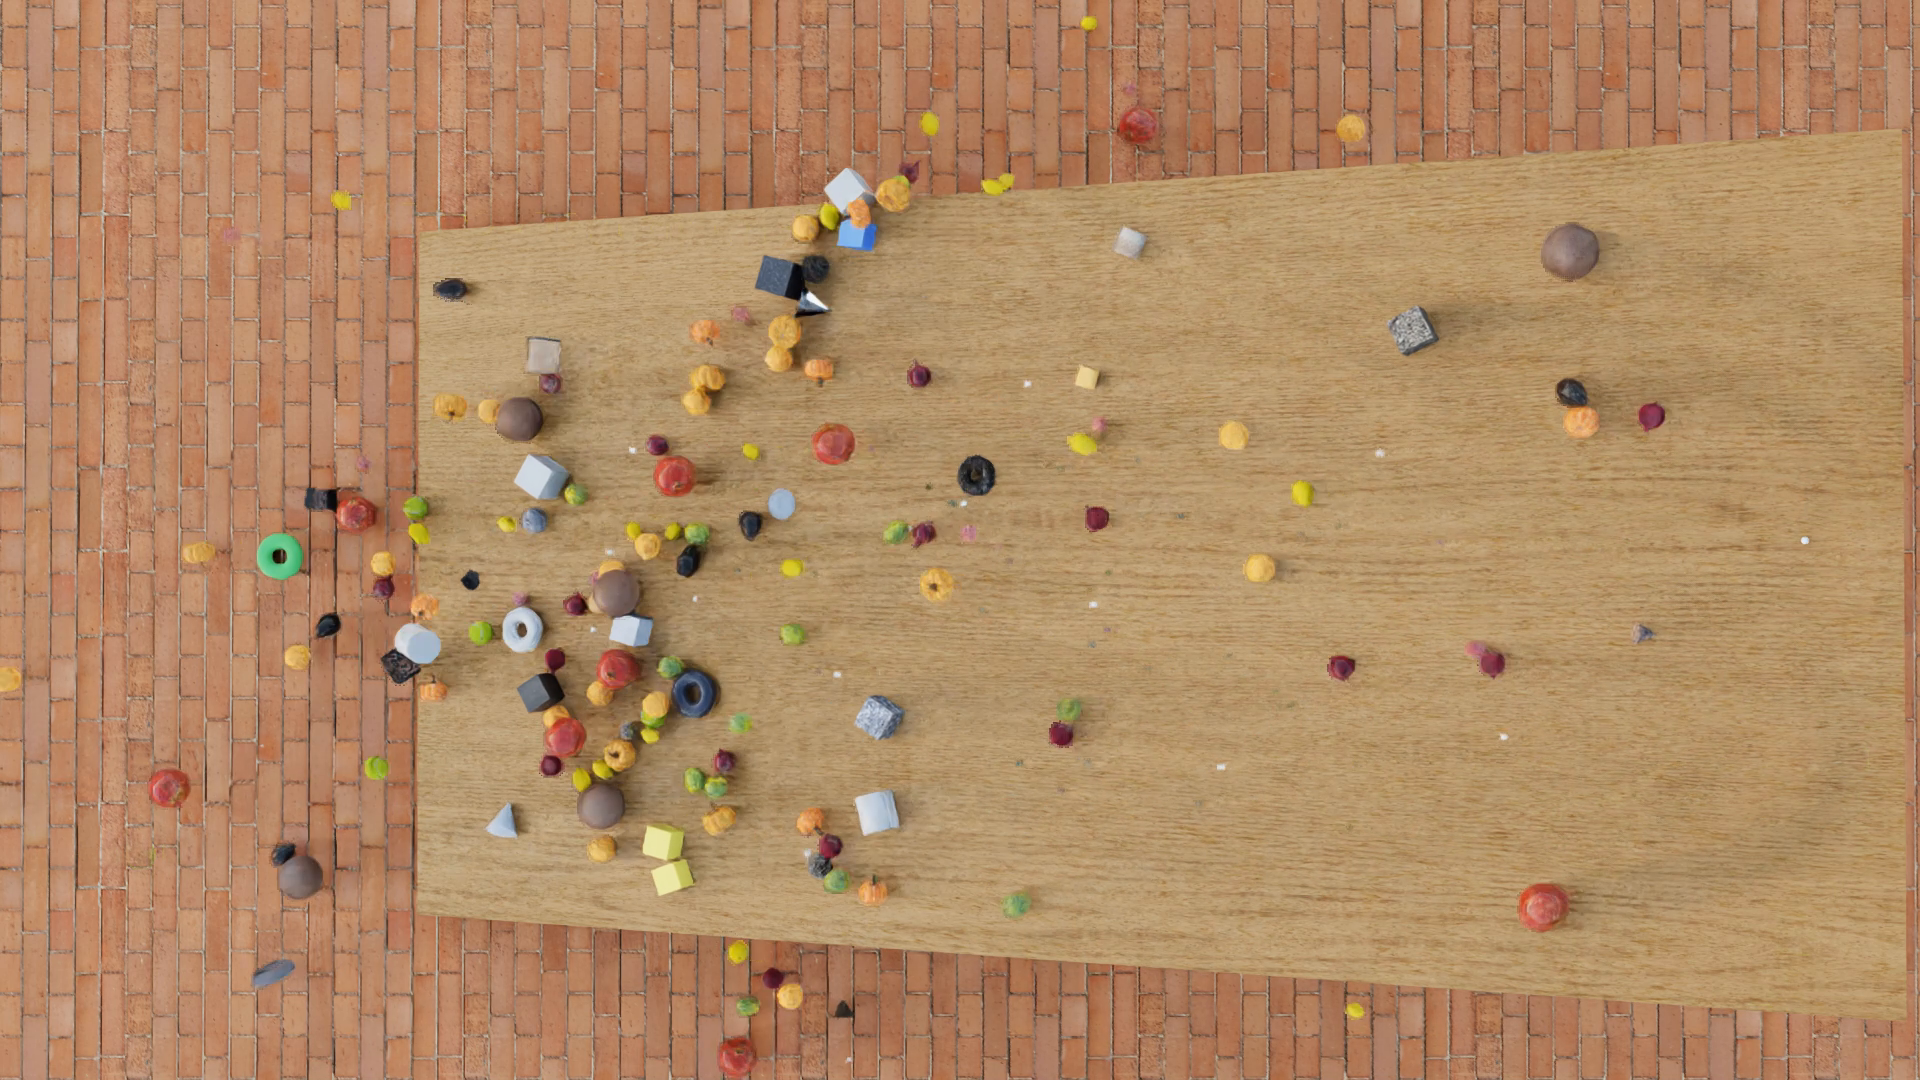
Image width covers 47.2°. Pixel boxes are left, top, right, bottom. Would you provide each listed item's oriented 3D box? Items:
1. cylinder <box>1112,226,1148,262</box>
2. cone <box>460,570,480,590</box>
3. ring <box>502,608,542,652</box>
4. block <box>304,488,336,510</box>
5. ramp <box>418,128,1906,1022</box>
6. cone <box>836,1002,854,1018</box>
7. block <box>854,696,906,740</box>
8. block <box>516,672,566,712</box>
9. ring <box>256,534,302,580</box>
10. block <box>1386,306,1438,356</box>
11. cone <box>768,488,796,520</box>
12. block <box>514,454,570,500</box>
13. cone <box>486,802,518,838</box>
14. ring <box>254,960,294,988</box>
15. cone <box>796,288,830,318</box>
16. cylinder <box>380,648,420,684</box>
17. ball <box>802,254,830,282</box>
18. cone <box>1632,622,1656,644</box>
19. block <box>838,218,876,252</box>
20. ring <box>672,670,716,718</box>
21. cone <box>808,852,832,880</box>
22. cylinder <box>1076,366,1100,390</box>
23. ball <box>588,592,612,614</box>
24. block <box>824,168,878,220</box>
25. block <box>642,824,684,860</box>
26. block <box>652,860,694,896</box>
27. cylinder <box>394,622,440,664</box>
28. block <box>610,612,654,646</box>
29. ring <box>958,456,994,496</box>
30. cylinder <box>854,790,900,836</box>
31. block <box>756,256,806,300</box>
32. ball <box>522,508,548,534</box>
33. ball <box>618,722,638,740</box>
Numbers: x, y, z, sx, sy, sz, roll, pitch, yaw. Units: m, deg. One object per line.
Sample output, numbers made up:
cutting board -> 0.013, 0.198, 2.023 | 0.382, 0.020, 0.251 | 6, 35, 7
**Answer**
cylinder -> 0.432, -0.753, 5.587 | 0.067, 0.067, 0.067 | 30, 108, 0
cone -> -1.426, 0.115, 6.344 | 0.057, 0.057, 0.057 | 0, 89, 22
ring -> -1.249, 0.257, 6.277 | 0.131, 0.044, 0.131 | -1, 88, 23
block -> -1.890, -0.121, 6.498 | 0.059, 0.059, 0.059 | 5, 89, 20
ramp -> 0.283, 0.086, 5.729 | 4.000, 0.100, 2.000 | 0, 89, 22
cone -> -0.331, 1.400, 6.505 | 0.053, 0.053, 0.053 | 29, 89, -26
block -> -0.213, 0.470, 5.828 | 0.083, 0.083, 0.083 | 32, 101, 20
block -> -1.186, 0.432, 6.229 | 0.081, 0.081, 0.081 | -33, 77, 19
ring -> -2.014, 0.049, 6.511 | 0.136, 0.045, 0.136 | 0, 90, -1
block -> 1.092, -0.504, 5.305 | 0.086, 0.086, 0.086 | -27, 79, 20
cone -> -0.502, -0.099, 5.953 | 0.084, 0.084, 0.084 | 0, 89, 22
block -> -1.184, -0.178, 6.229 | 0.092, 0.092, 0.092 | 34, 102, 19
cone -> -1.300, 0.792, 6.291 | 0.094, 0.094, 0.094 | 10, 64, 0
ring -> -2.012, 1.269, 6.445 | 0.125, 0.125, 0.042 | -24, 98, 0
cone -> -0.391, -0.630, 5.938 | 0.090, 0.090, 0.090 | 15, 89, -5
cylinder -> -1.621, 0.361, 6.372 | 0.083, 0.083, 0.083 | -30, 106, 0
ball -> -0.389, -0.730, 5.919 | 0.077, 0.077, 0.077 | 0, 89, 0
cone -> 1.599, 0.219, 5.122 | 0.052, 0.052, 0.052 | 6, 89, -4
block -> -0.274, -0.816, 5.876 | 0.071, 0.071, 0.071 | 10, 93, 22
ring -> -0.734, 0.424, 6.063 | 0.136, 0.045, 0.136 | -1, 88, 24
cone -> -0.392, 0.880, 5.902 | 0.073, 0.073, 0.073 | 0, 89, 22
cylinder -> 0.327, -0.415, 5.636 | 0.050, 0.050, 0.050 | 18, 96, 0
ball -> -1.011, 0.177, 6.168 | 0.065, 0.065, 0.065 | 0, 89, 0
block -> -0.292, -0.924, 5.877 | 0.087, 0.087, 0.087 | -41, 71, 13
block -> -0.819, 0.833, 6.075 | 0.077, 0.077, 0.077 | 13, 94, 22
block -> -0.792, 0.931, 6.065 | 0.073, 0.073, 0.073 | -23, 81, 20
cylinder -> -1.550, 0.296, 6.286 | 0.099, 0.099, 0.099 | -9, 106, -34
block -> -0.914, 0.247, 6.120 | 0.079, 0.079, 0.079 | 16, 95, 22
ring -> 0.042, -0.168, 5.758 | 0.105, 0.035, 0.105 | 0, 89, 24
cylinder -> -0.219, 0.721, 5.816 | 0.100, 0.100, 0.100 | -13, 82, 0
block -> -0.482, -0.709, 5.947 | 0.093, 0.093, 0.093 | 19, 96, 21
ball -> -1.209, -0.056, 6.249 | 0.071, 0.071, 0.071 | 0, 89, 0
ball -> -0.927, 0.532, 6.137 | 0.052, 0.052, 0.052 | 0, 89, 0
